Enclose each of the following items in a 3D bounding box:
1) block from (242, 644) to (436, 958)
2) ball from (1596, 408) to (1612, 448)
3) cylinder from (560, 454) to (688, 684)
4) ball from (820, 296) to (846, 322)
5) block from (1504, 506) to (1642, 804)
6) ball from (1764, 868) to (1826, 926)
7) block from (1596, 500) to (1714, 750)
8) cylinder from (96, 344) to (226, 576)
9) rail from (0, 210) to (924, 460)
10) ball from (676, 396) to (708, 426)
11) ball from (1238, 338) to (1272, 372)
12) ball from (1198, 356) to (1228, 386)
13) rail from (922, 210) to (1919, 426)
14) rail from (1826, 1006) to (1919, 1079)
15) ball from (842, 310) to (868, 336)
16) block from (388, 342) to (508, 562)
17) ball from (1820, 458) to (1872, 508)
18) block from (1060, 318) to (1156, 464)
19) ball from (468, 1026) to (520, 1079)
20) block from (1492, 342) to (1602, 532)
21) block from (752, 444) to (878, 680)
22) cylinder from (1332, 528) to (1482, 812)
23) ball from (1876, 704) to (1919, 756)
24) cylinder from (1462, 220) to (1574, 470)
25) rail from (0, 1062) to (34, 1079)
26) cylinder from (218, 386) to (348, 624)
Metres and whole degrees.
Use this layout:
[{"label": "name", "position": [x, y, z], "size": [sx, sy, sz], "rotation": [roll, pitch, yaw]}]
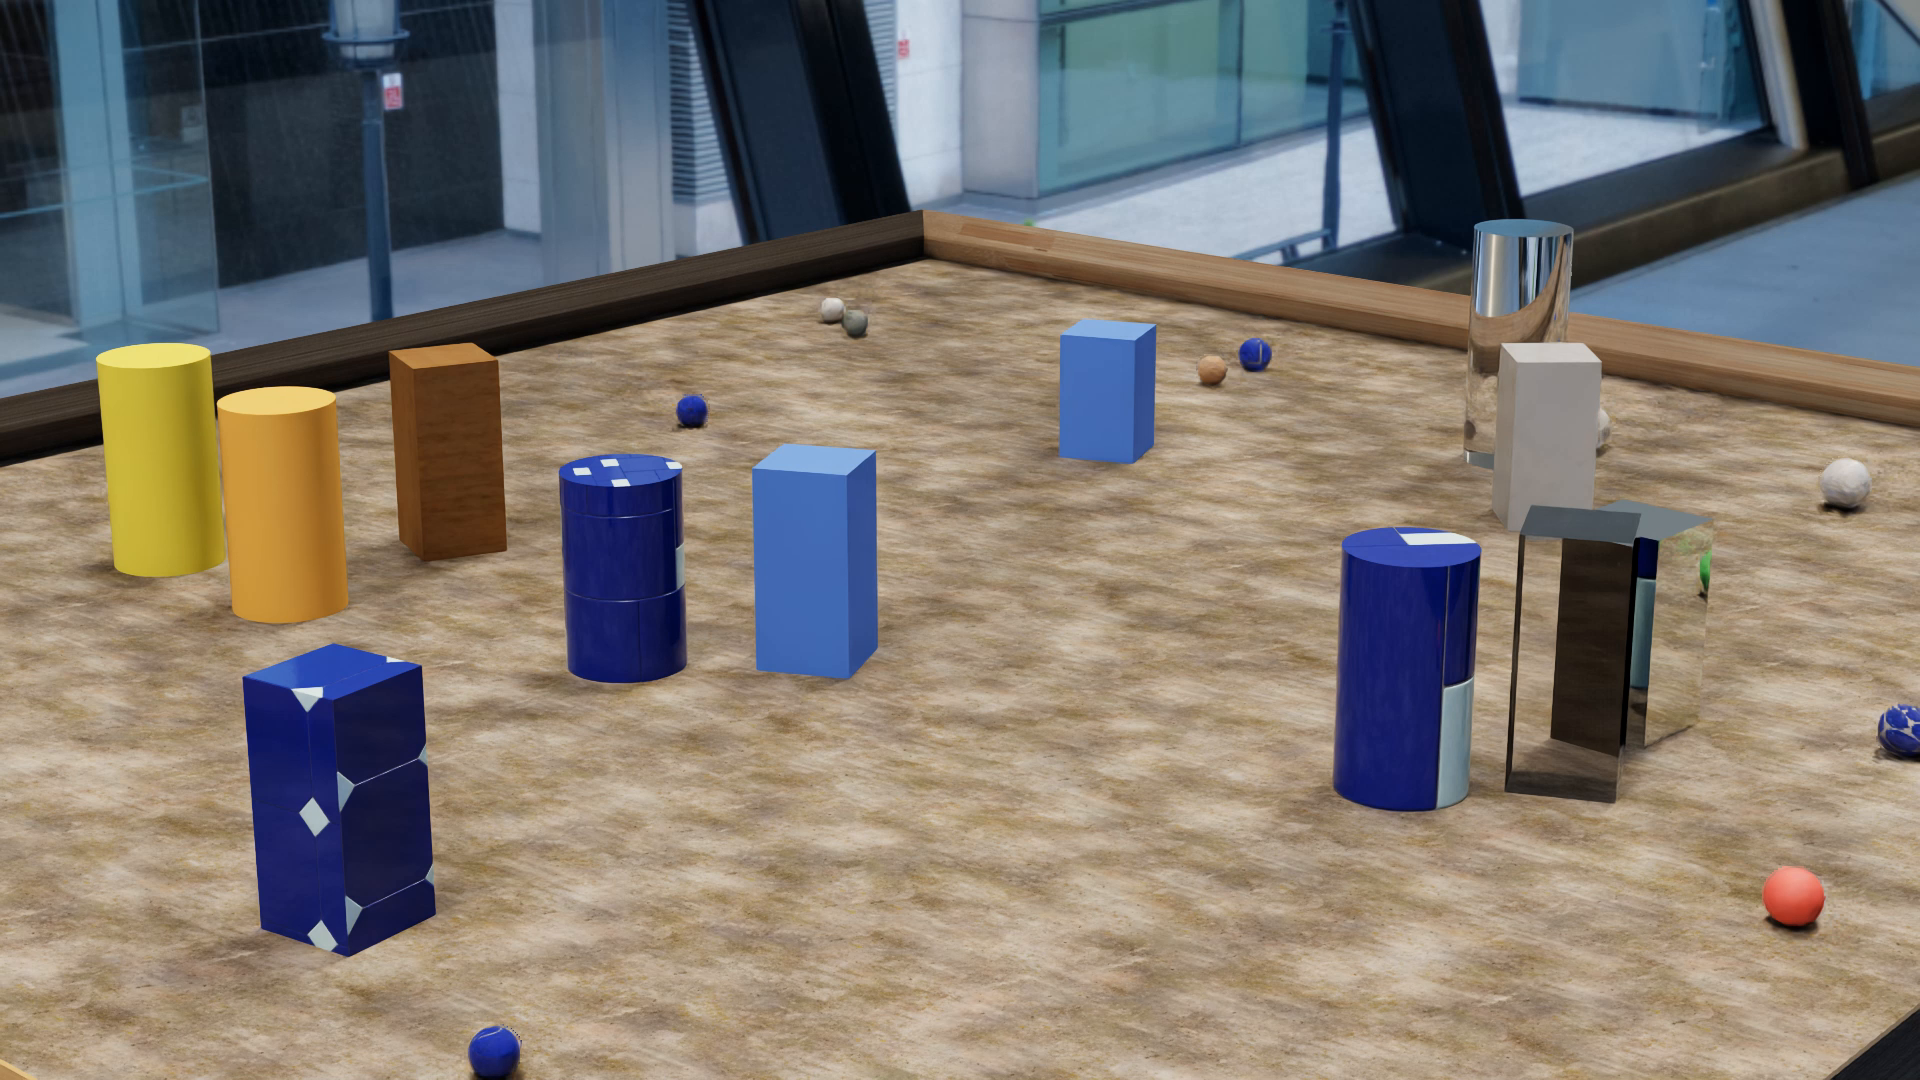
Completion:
[{"label": "block", "position": [-0.793, 0.331, 3.757], "size": [0.157, 0.344, 0.157], "rotation": [11, 20, 32]}, {"label": "ball", "position": [1.296, -0.233, 6.057], "size": [0.097, 0.097, 0.097], "rotation": [0, 17, 0]}, {"label": "cylinder", "position": [-0.543, 0.044, 4.737], "size": [0.197, 0.327, 0.197], "rotation": [0, 17, 0]}, {"label": "ball", "position": [-0.314, -0.567, 7.223], "size": [0.063, 0.063, 0.063], "rotation": [0, 17, 0]}, {"label": "block", "position": [0.885, 0.163, 4.236], "size": [0.157, 0.389, 0.157], "rotation": [5, 17, 16]}, {"label": "ball", "position": [1.078, 0.461, 3.789], "size": [0.076, 0.076, 0.076], "rotation": [0, 17, 0]}, {"label": "block", "position": [1.026, 0.126, 4.466], "size": [0.157, 0.328, 0.157], "rotation": [15, 23, 41]}, {"label": "cylinder", "position": [-1.435, -0.145, 5.272], "size": [0.197, 0.382, 0.197], "rotation": [0, 17, 0]}, {"label": "rail", "position": [-1.537, -0.353, 6.398], "size": [0.045, 0.128, 4.434], "rotation": [14, 22, 39]}, {"label": "ball", "position": [-0.571, -0.275, 6.245], "size": [0.067, 0.067, 0.067], "rotation": [0, 17, 0]}, {"label": "ball", "position": [0.677, -0.425, 6.728], "size": [0.077, 0.077, 0.077], "rotation": [0, 17, 0]}, {"label": "ball", "position": [0.568, -0.382, 6.604], "size": [0.067, 0.067, 0.067], "rotation": [0, 17, 0]}, {"label": "rail", "position": [1.438, -0.446, 6.705], "size": [4.119, 0.128, 0.045], "rotation": [14, 22, 39]}, {"label": "rail", "position": [1.537, 0.417, 3.842], "size": [0.045, 0.128, 4.434], "rotation": [14, 22, 39]}, {"label": "ball", "position": [-0.253, -0.526, 7.084], "size": [0.064, 0.064, 0.064], "rotation": [0, 17, 0]}, {"label": "block", "position": [-0.937, -0.163, 5.368], "size": [0.157, 0.359, 0.157], "rotation": [-8, 19, -25]}, {"label": "ball", "position": [1.707, -0.109, 5.648], "size": [0.096, 0.096, 0.096], "rotation": [0, 17, 0]}, {"label": "block", "position": [0.304, -0.307, 6.024], "size": [0.157, 0.257, 0.157], "rotation": [6, 18, 19]}, {"label": "ball", "position": [-0.537, 0.592, 3.383], "size": [0.061, 0.061, 0.061], "rotation": [0, 17, 0]}, {"label": "block", "position": [1.105, -0.195, 5.534], "size": [0.157, 0.326, 0.157], "rotation": [0, 17, -1]}, {"label": "block", "position": [-0.233, 0.033, 4.754], "size": [0.157, 0.340, 0.157], "rotation": [5, 17, 15]}, {"label": "cylinder", "position": [0.640, 0.184, 4.208], "size": [0.197, 0.365, 0.197], "rotation": [0, 17, 0]}, {"label": "ball", "position": [1.408, 0.284, 4.374], "size": [0.078, 0.078, 0.078], "rotation": [0, 17, 0]}, {"label": "cylinder", "position": [1.128, -0.395, 5.935], "size": [0.197, 0.478, 0.197], "rotation": [0, 17, 0]}, {"label": "rail", "position": [-1.438, 0.510, 3.534], "size": [4.119, 0.128, 0.045], "rotation": [14, 22, 39]}, {"label": "cylinder", "position": [-1.159, -0.062, 5.024], "size": [0.197, 0.365, 0.197], "rotation": [0, 17, 0]}]
